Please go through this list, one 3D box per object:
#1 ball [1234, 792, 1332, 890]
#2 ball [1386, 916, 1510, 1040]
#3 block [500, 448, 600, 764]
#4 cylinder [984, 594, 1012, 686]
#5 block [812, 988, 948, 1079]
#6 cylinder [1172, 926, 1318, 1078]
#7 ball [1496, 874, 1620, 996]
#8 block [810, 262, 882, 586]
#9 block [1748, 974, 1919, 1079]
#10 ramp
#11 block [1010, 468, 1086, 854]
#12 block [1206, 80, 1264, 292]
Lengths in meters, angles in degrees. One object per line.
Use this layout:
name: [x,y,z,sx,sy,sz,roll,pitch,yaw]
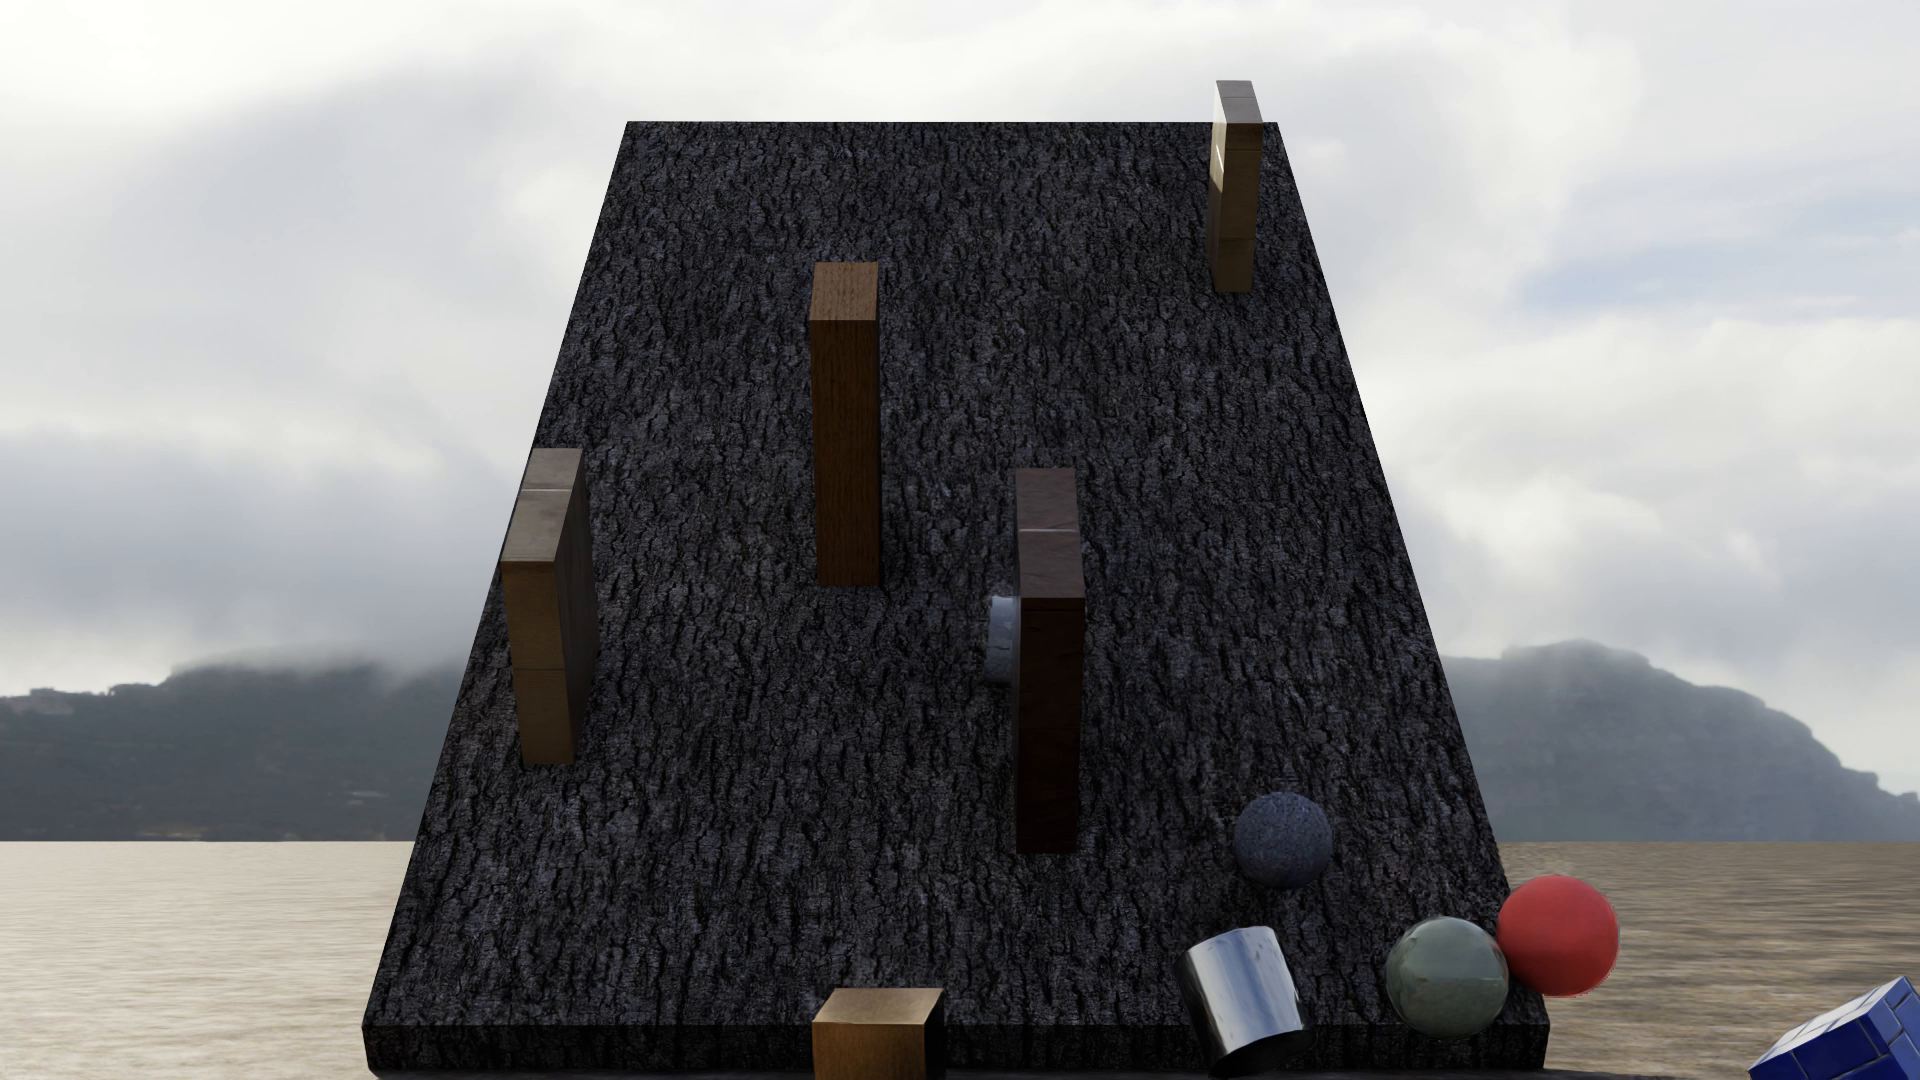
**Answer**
ball: [0.580,0.540,4.386,0.177,0.177,0.177,0,-7,0]
ball: [0.810,0.728,4.059,0.203,0.203,0.203,0,-7,0]
block: [-0.795,0.126,4.775,0.098,0.463,0.419,0,32,0]
cylinder: [0.145,0.208,4.898,0.177,0.177,0.177,6,-7,2]
block: [-0.107,0.706,3.317,0.152,0.152,0.152,-1,7,10]
cylinder: [0.463,0.754,3.981,0.183,0.183,0.183,-14,-29,-8]
ball: [1.014,0.672,4.149,0.205,0.205,0.205,0,-7,0]
block: [-0.239,-0.245,5.213,0.133,0.637,0.272,0,32,0]
block: [0.986,0.592,2.657,0.151,0.151,0.151,-38,-15,33]
ramp: [-0.015,-0.193,5.832,2.000,0.100,4.000,0,32,0]
block: [0.159,0.221,4.533,0.110,0.562,0.445,0,32,0]
block: [0.728,-0.943,6.500,0.095,0.478,0.301,0,32,0]
